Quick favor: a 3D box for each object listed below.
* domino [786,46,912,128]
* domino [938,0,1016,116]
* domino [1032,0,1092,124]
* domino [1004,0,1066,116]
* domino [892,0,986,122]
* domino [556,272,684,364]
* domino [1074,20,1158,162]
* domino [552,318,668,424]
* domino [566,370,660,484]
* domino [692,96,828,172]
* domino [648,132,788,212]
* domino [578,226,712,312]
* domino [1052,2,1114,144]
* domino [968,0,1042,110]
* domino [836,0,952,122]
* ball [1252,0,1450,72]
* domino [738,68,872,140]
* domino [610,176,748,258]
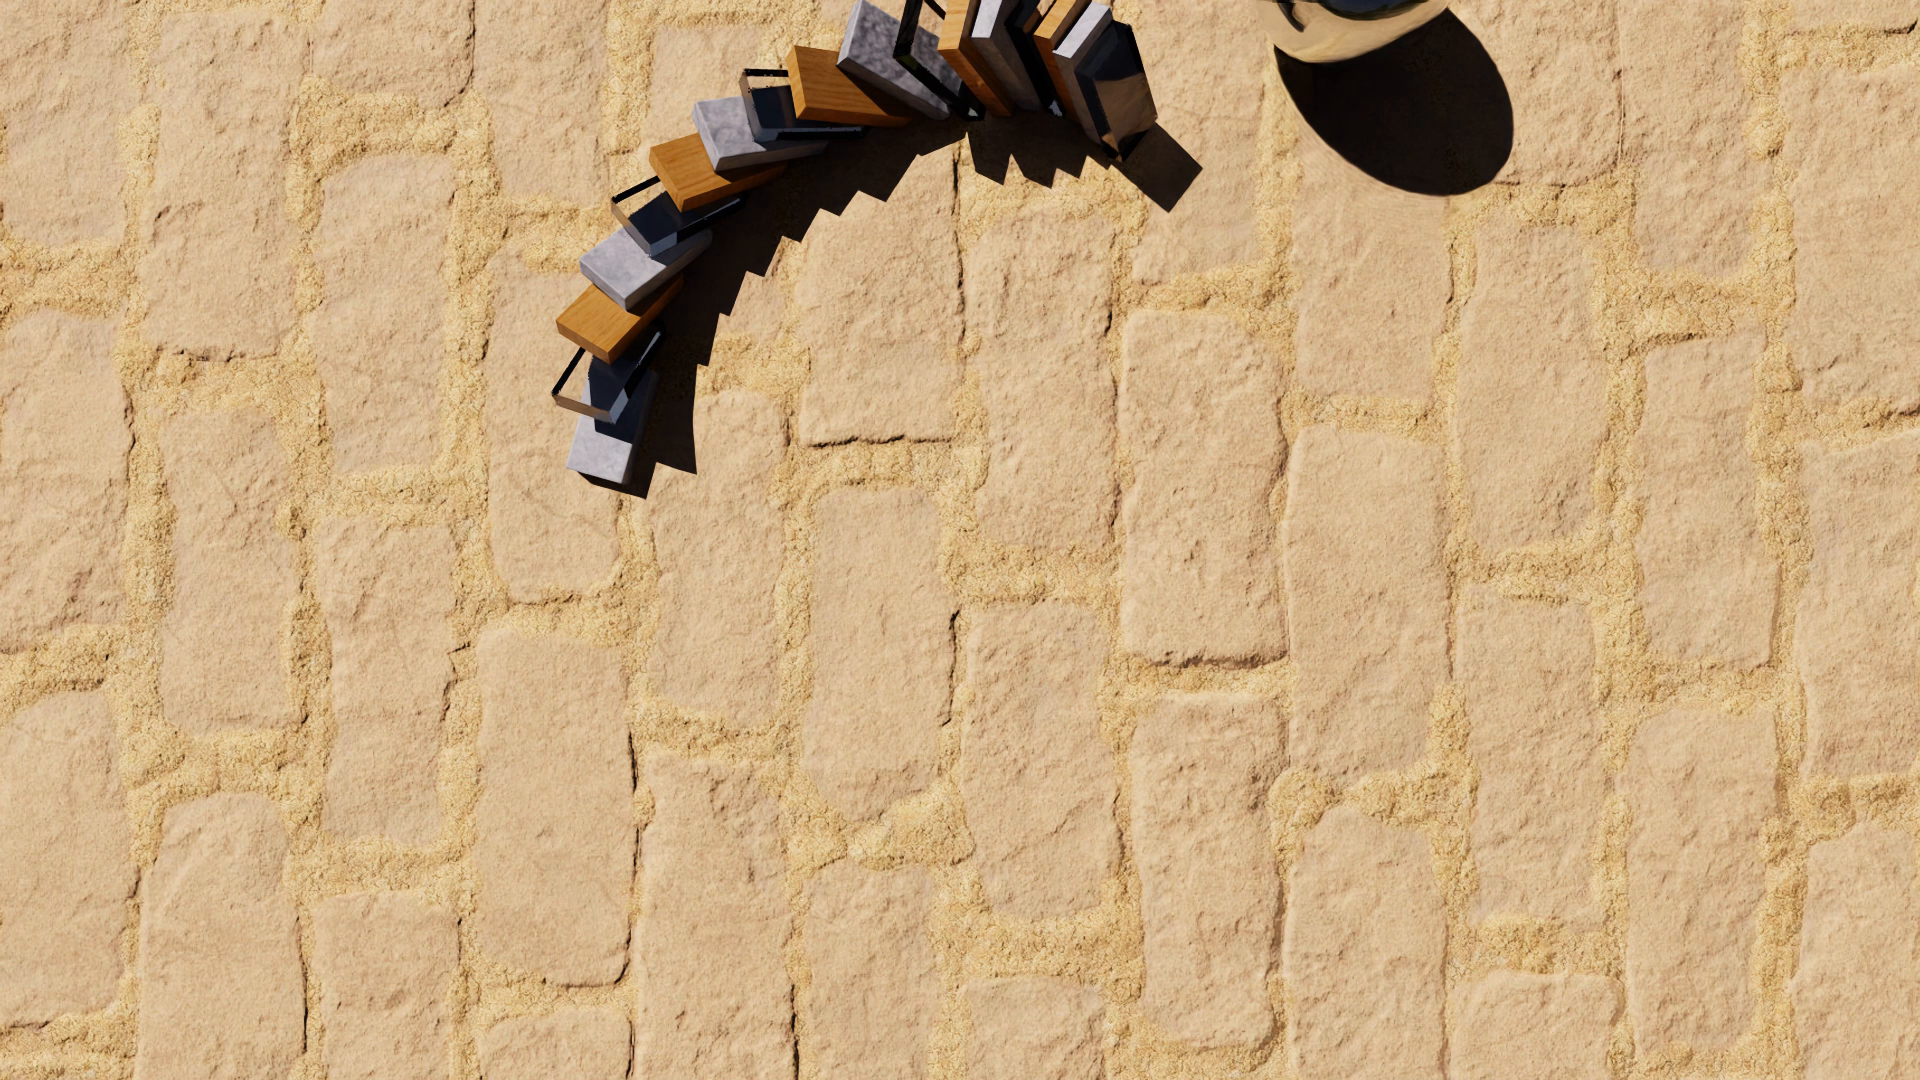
[{"bbox_3d":[-0.046,-0.188,0.383,0.050,0.010,0.025,-11,90,-32],"label":"domino"},{"bbox_3d":[0.010,-0.199,0.376,0.009,0.050,0.025,14,90,29],"label":"domino"},{"bbox_3d":[0.048,-0.198,0.376,0.010,0.050,0.025,35,90,30],"label":"domino"},{"bbox_3d":[0.038,-0.202,0.376,0.009,0.050,0.025,35,90,30],"label":"domino"},{"bbox_3d":[-0.005,-0.197,0.377,0.010,0.050,0.025,14,90,37],"label":"domino"},{"bbox_3d":[-0.142,-0.100,0.385,0.025,0.010,0.050,32,64,0],"label":"domino"},{"bbox_3d":[0.065,-0.183,0.376,0.010,0.050,0.025,37,90,30],"label":"domino"},{"bbox_3d":[-0.146,-0.074,0.384,0.025,0.009,0.050,19,63,1],"label":"domino"},{"bbox_3d":[-0.150,-0.051,0.395,0.025,0.009,0.050,16,90,0],"label":"domino"},{"bbox_3d":[-0.083,-0.172,0.384,0.050,0.010,0.025,-23,90,-29],"label":"domino"},{"bbox_3d":[-0.101,-0.158,0.385,0.050,0.010,0.025,-32,90,-27],"label":"domino"},{"bbox_3d":[-0.131,-0.121,0.385,0.025,0.010,0.050,41,64,0],"label":"domino"},{"bbox_3d":[0.057,-0.190,0.376,0.010,0.050,0.025,37,90,30],"label":"domino"},{"bbox_3d":[0.023,-0.202,0.376,0.010,0.050,0.025,19,90,29],"label":"domino"},{"bbox_3d":[-0.024,-0.199,0.383,0.050,0.009,0.025,15,88,-31],"label":"domino"},{"bbox_3d":[0.156,-0.229,0.360,0.080,0.080,0.080,0,90,0],"label":"ball"},{"bbox_3d":[-0.064,-0.182,0.384,0.050,0.009,0.025,-15,90,-29],"label":"domino"},{"bbox_3d":[-0.117,-0.142,0.385,0.050,0.010,0.025,-40,90,-25],"label":"domino"}]
